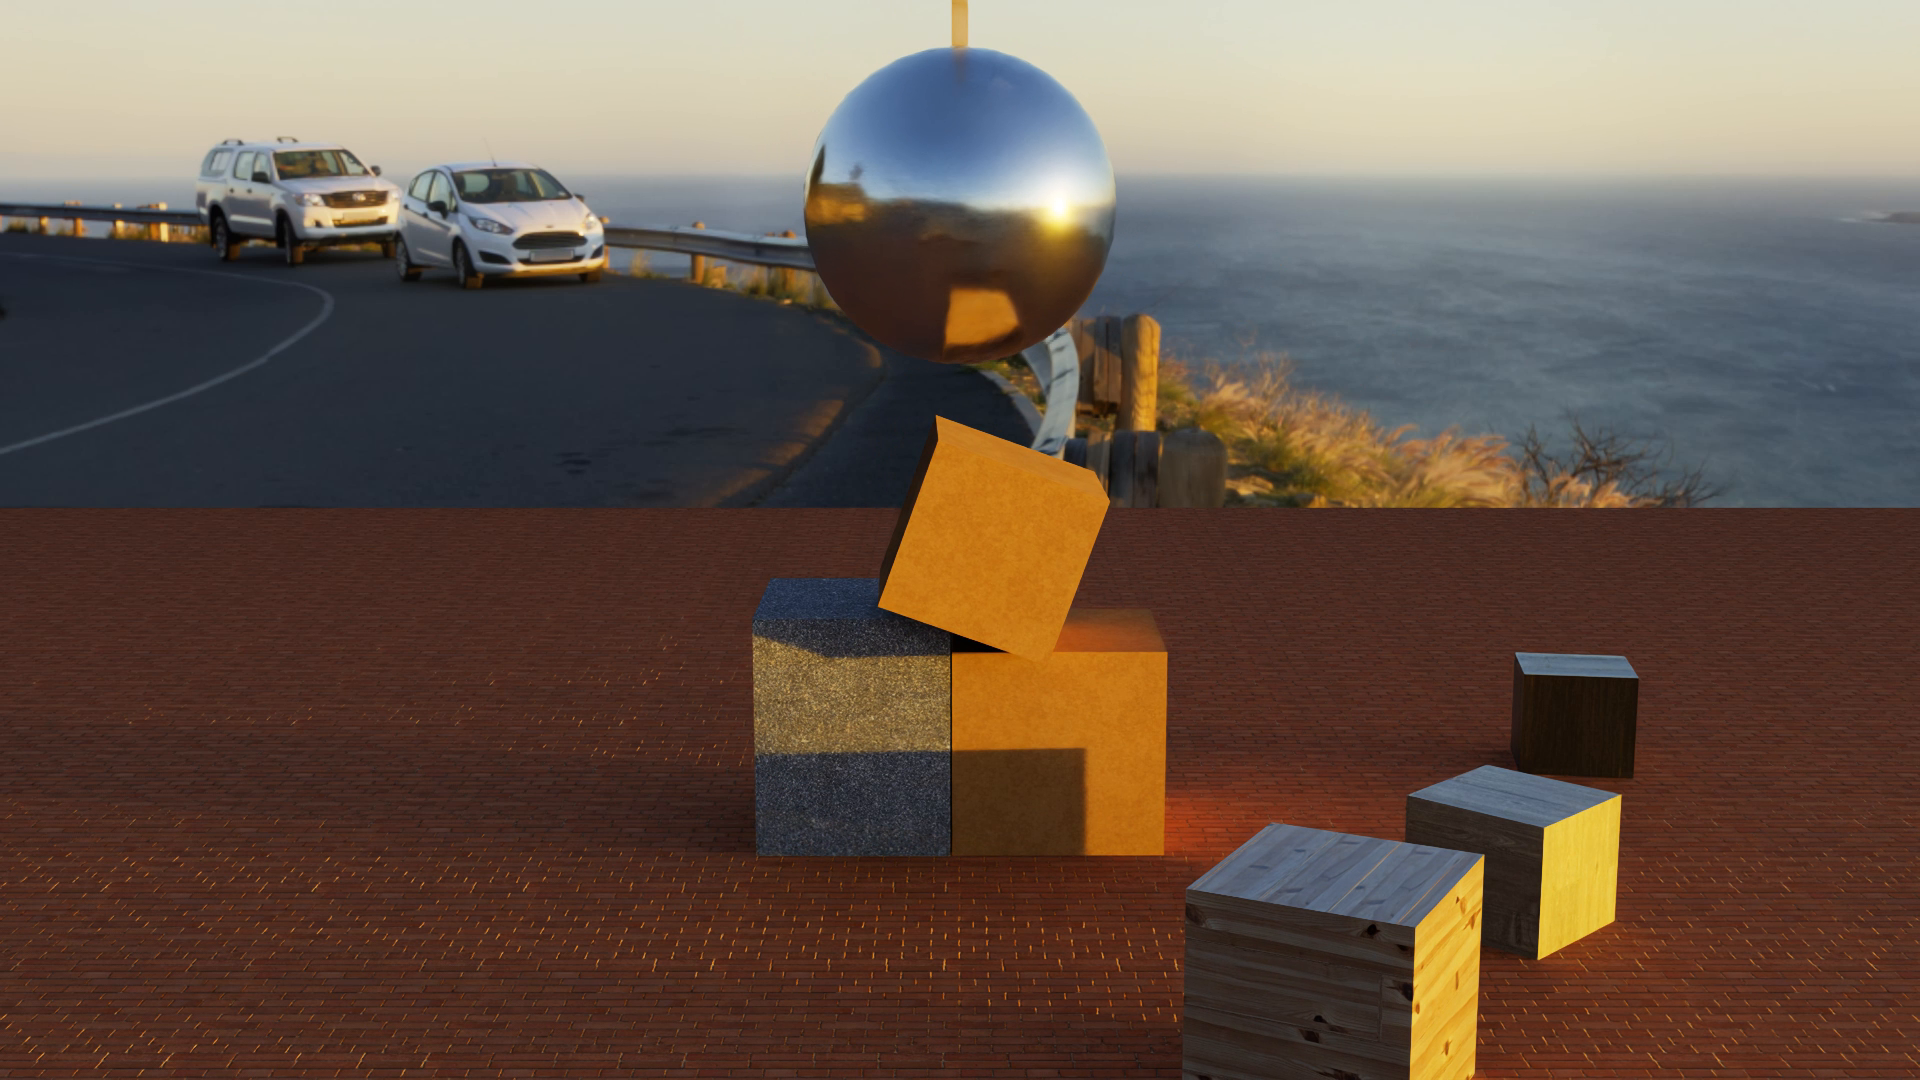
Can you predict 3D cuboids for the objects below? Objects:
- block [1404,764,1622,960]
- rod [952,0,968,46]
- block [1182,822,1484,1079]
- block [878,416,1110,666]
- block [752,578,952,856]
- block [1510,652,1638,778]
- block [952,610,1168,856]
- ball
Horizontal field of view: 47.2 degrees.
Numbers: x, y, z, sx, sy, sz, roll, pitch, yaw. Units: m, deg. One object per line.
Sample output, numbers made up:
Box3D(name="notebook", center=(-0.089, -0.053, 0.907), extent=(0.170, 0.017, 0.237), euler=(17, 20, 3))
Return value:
Box3D(name="block", center=(2.496, 1.442, 9.960), extent=(0.689, 0.599, 0.683), euler=(10, 14, 43))
Box3D(name="rod", center=(0.000, -5.004, 10.408), extent=(0.080, 5.200, 0.080), euler=(0, 13, 0))
Box3D(name="block", center=(1.384, 1.639, 8.117), extent=(0.839, 0.871, 0.880), euler=(5, 12, 28))
Box3D(name="block", center=(0.148, -0.016, 10.809), extent=(0.860, 0.844, 0.877), euler=(19, 10, -5))
Box3D(name="block", center=(-0.528, 0.887, 11.318), extent=(0.964, 1.205, 1.015), euler=(0, 10, 0))
Box3D(name="block", center=(3.486, 0.991, 12.509), extent=(0.618, 0.575, 0.534), euler=(2, 10, 8))
Box3D(name="block", center=(0.488, 0.968, 11.340), extent=(1.053, 1.037, 1.001), euler=(0, 10, 0))
Box3D(name="ball", center=(0.000, -1.696, 11.191), extent=(1.600, 1.600, 1.600), euler=(0, 10, 0))
